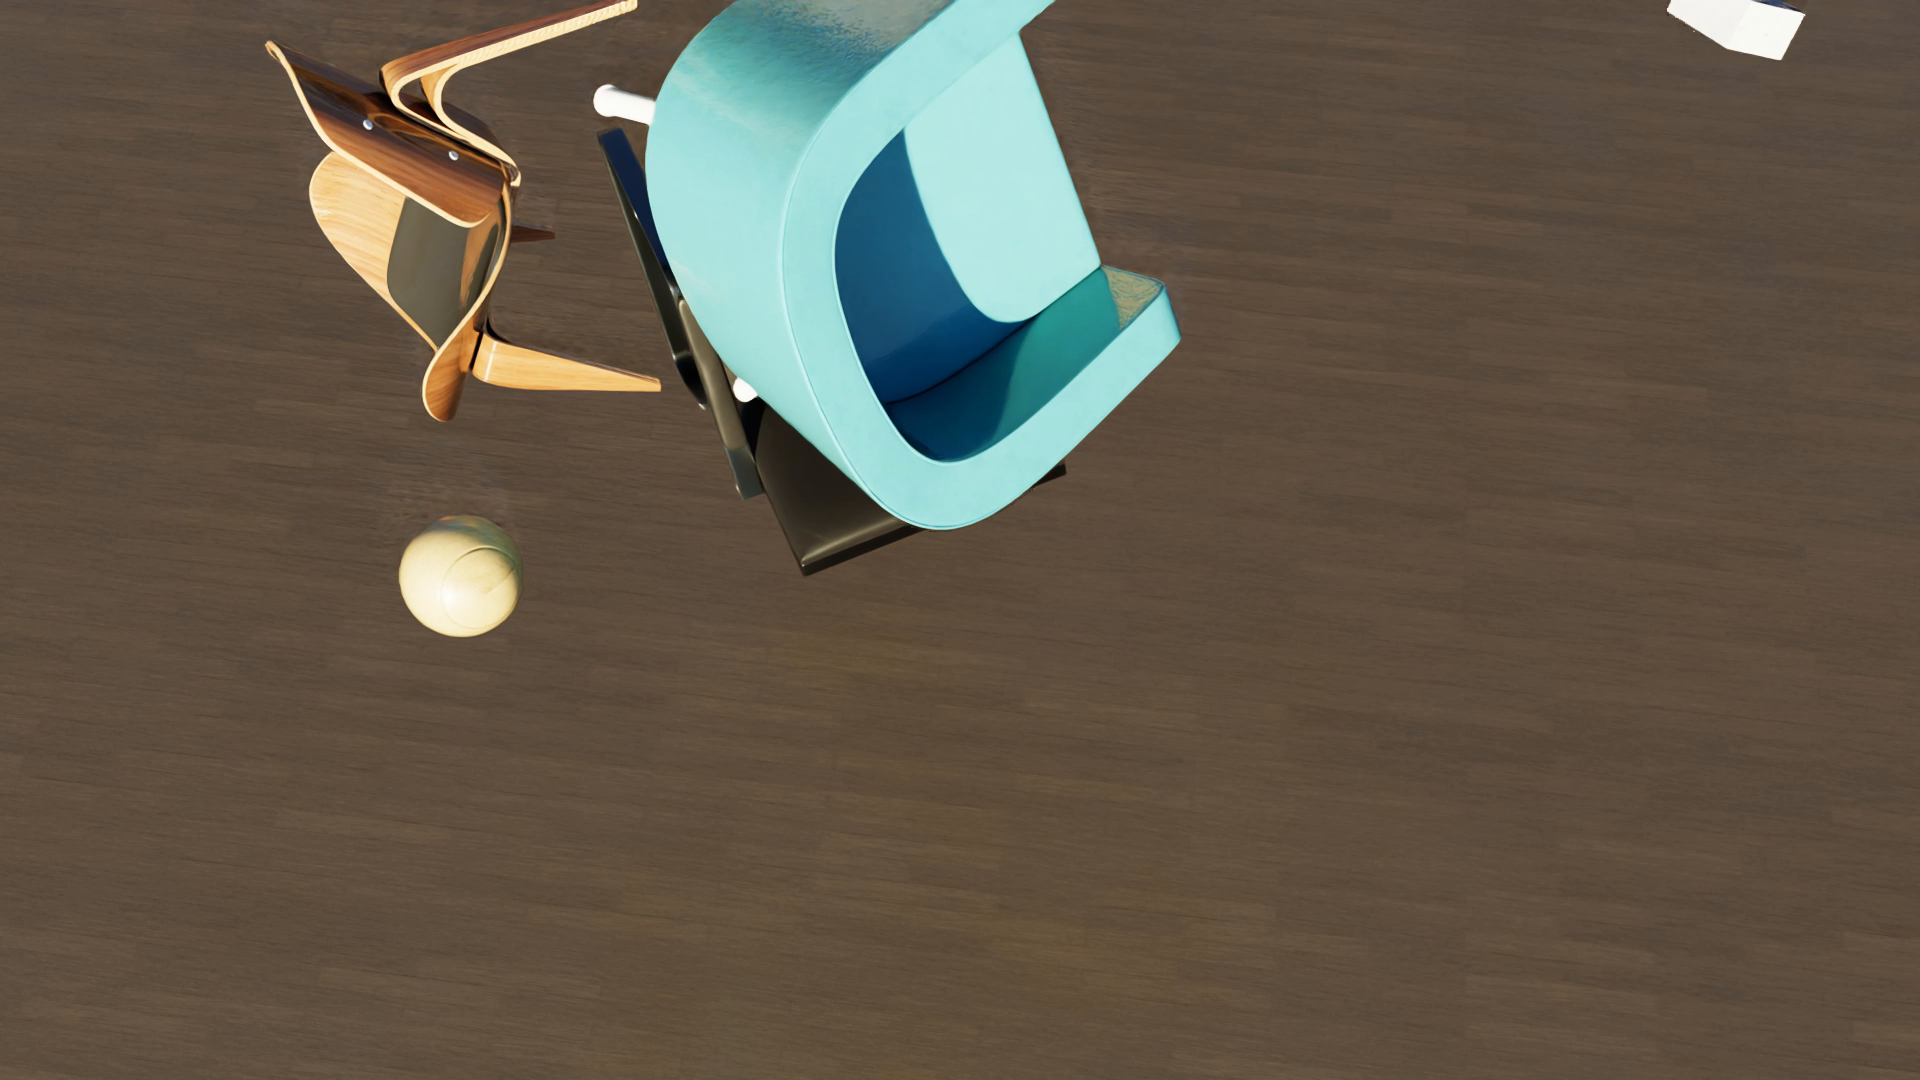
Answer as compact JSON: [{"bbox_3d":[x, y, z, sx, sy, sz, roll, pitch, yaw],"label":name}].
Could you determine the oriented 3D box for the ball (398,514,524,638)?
[{"bbox_3d":[-0.821,0.059,3.624,0.202,0.202,0.202,0,56,0],"label":"ball"}]

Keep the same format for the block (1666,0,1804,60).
[{"bbox_3d":[1.719,-1.170,4.876,0.177,0.110,0.205,2,34,-31],"label":"block"}]
